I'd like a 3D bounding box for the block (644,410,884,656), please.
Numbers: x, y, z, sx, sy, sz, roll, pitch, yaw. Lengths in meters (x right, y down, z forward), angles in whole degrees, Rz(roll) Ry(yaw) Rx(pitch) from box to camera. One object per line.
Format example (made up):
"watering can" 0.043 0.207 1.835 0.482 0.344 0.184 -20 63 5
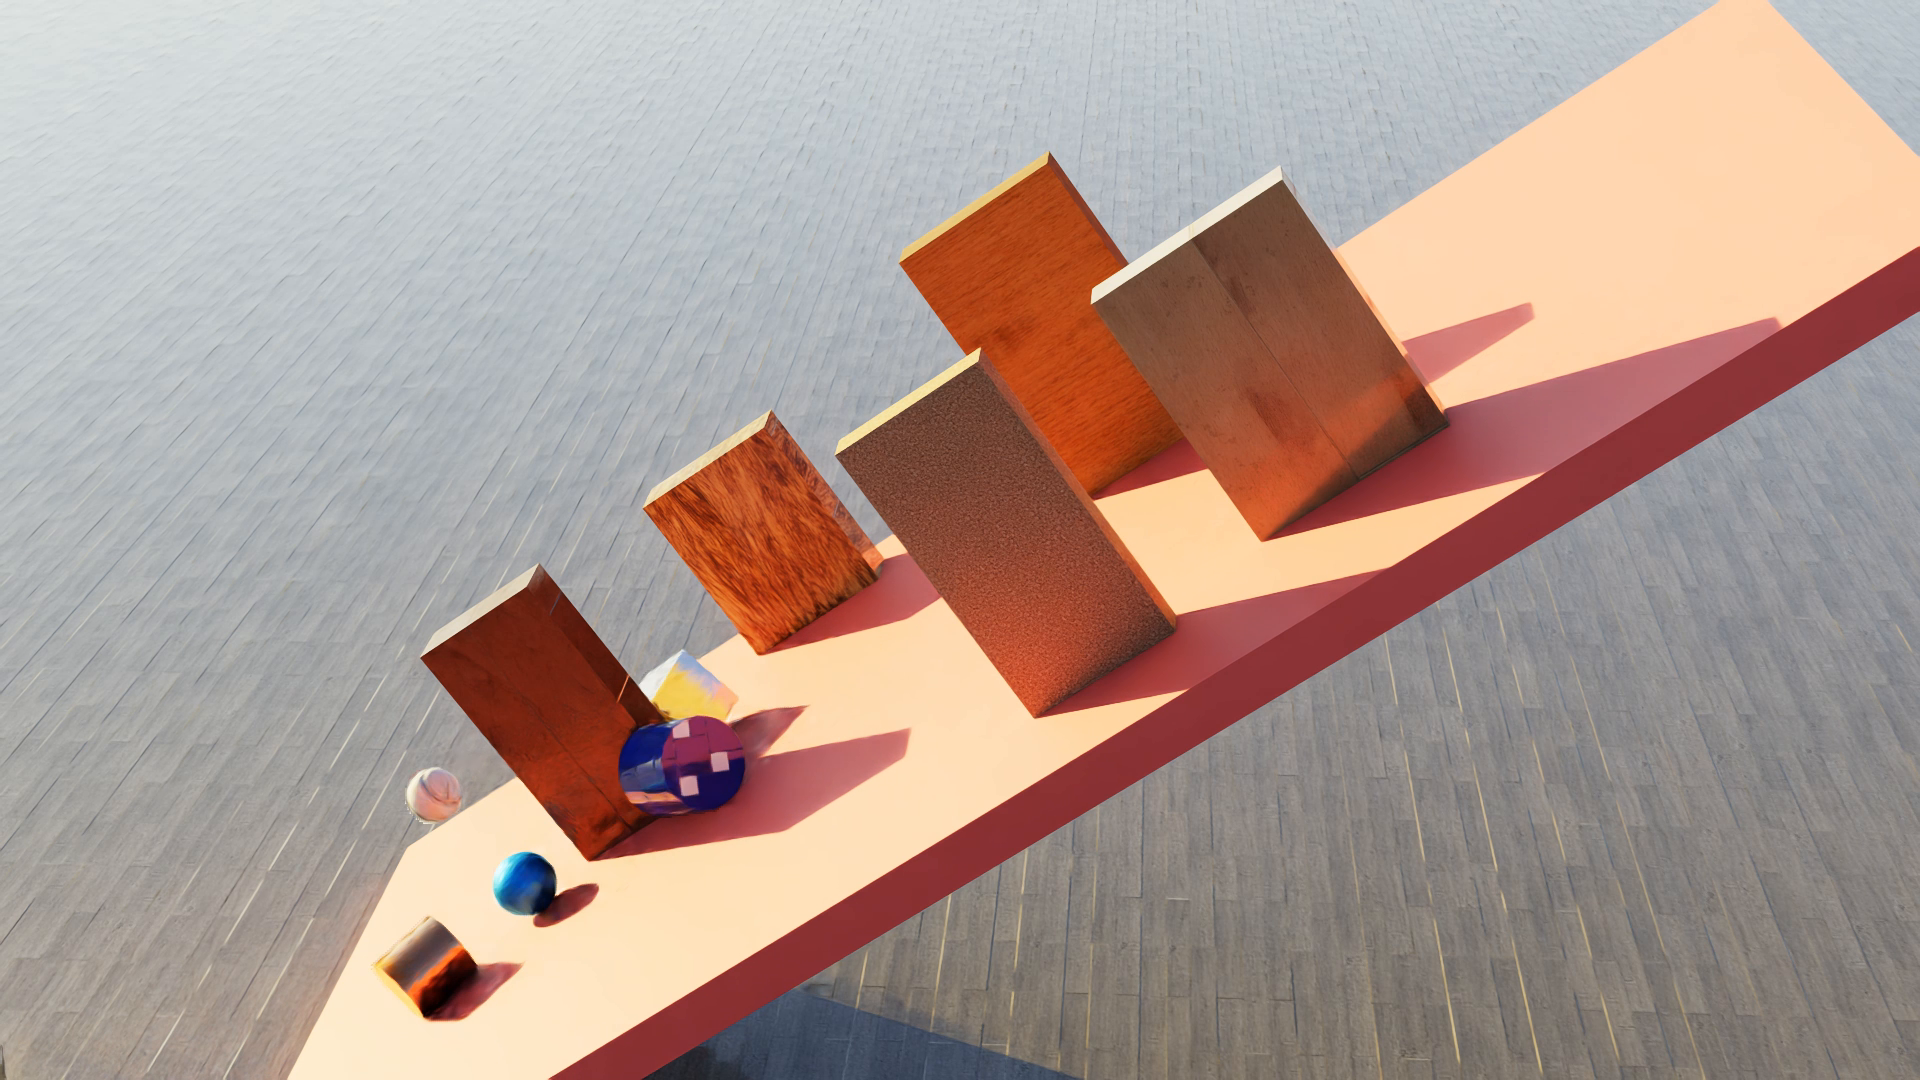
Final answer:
"block" -0.473 -0.015 7.121 0.366 0.467 0.130 -33 16 15

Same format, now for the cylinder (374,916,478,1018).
"cylinder" -1.172 0.937 6.450 0.158 0.158 0.158 -43 40 -21

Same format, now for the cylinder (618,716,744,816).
"cylinder" -0.610 0.494 6.429 0.204 0.204 0.204 -16 1 -35

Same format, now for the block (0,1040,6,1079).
"block" -2.281 1.221 6.696 0.167 0.167 0.167 -2 22 -5

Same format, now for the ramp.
"ramp" 0.135 0.174 6.308 4.000 0.100 2.000 -33 16 15

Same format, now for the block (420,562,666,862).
"block" -0.885 0.389 6.577 0.303 0.607 0.139 -33 16 15

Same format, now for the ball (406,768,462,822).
"ball" -1.409 0.684 7.887 0.146 0.146 0.146 0 21 0

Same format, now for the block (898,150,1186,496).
"block" 0.227 -0.461 6.485 0.394 0.681 0.108 -33 16 15

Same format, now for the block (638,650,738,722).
"block" -0.656 0.398 6.786 0.174 0.174 0.174 -33 21 45

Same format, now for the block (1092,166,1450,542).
"block" 0.587 -0.346 5.558 0.424 0.576 0.102 -33 16 15

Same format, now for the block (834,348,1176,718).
"block" 0.090 -0.007 5.523 0.326 0.646 0.083 -33 16 15

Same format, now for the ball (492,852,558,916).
"ball" -0.966 0.764 6.534 0.144 0.144 0.144 0 21 0
